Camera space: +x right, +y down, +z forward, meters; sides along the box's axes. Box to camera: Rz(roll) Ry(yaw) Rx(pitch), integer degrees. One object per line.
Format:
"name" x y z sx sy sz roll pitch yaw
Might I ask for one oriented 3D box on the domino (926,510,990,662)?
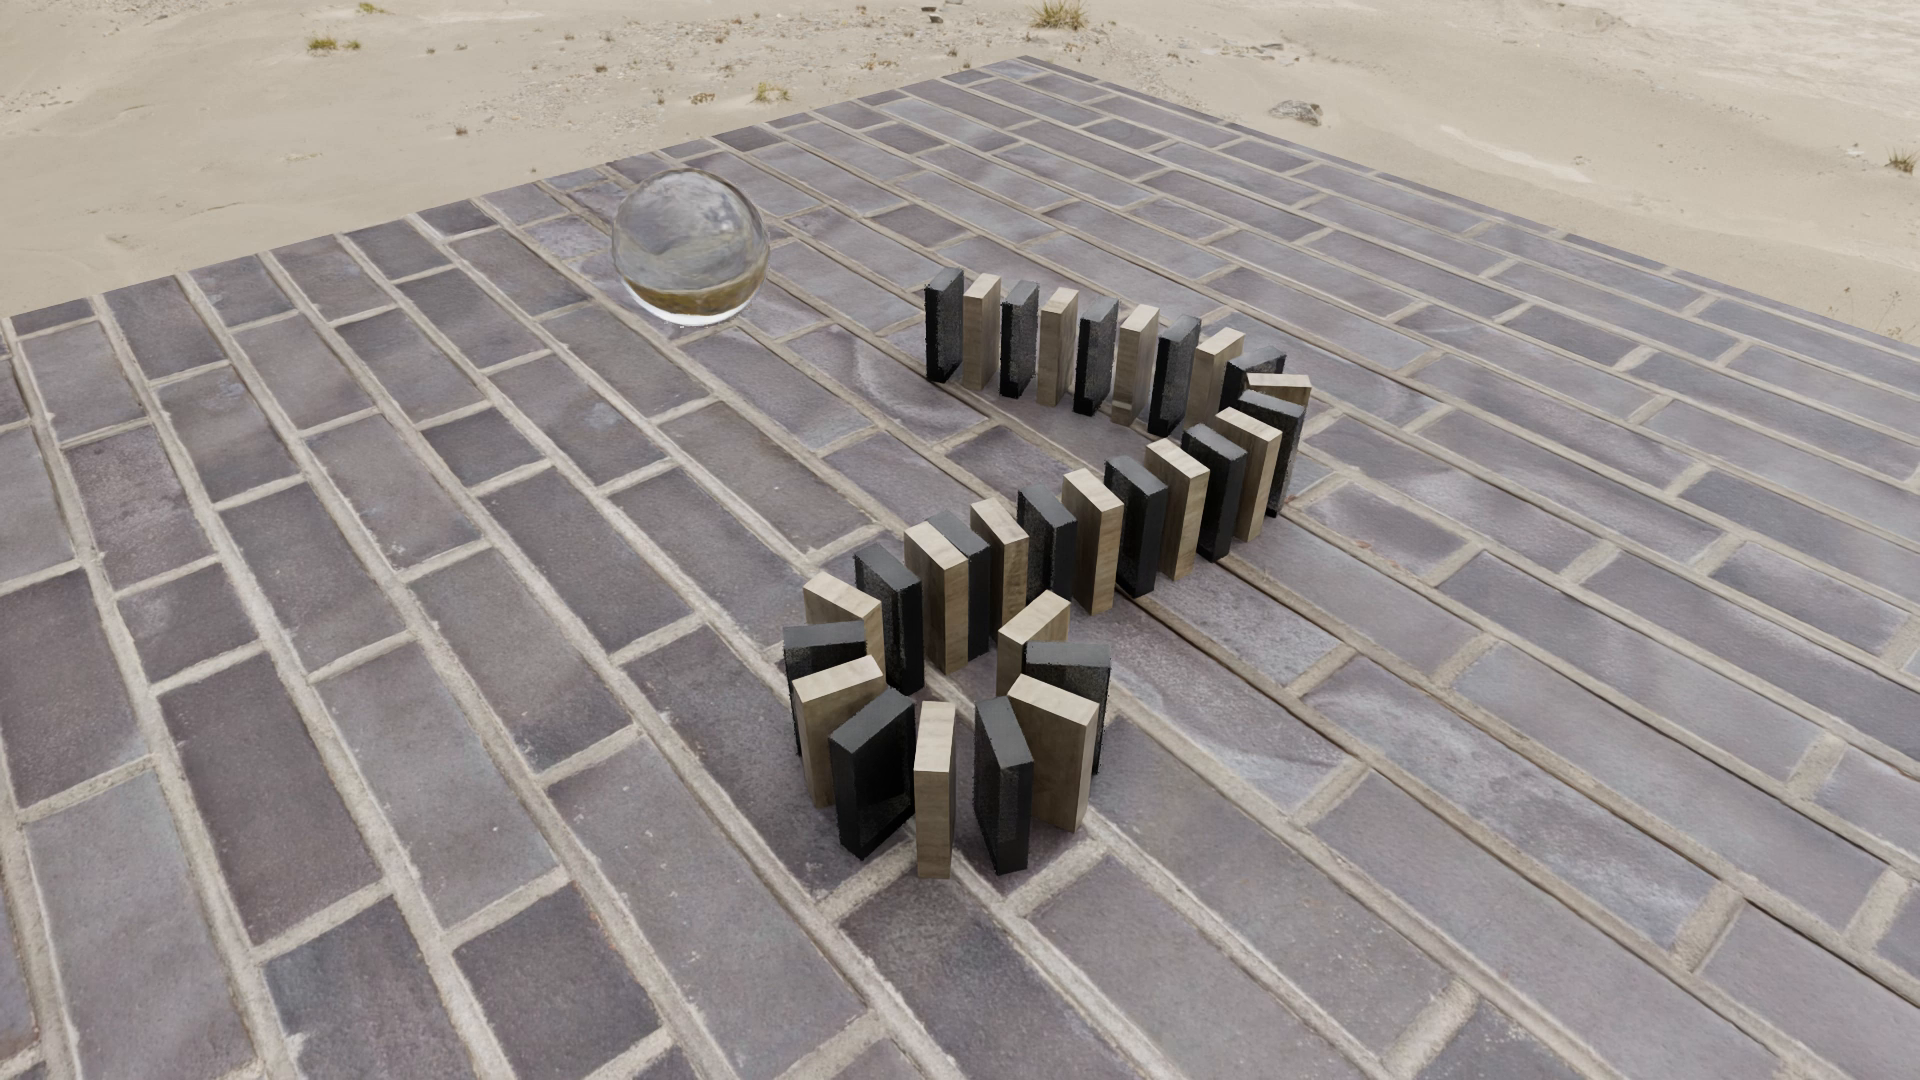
"domino" -0.001 0.017 0.391 0.009 0.050 0.025 -25 46 -27

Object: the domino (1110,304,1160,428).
"domino" 0.081 -0.081 0.510 0.009 0.050 0.025 19 43 21

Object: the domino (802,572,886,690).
"domino" -0.038 0.037 0.367 0.025 0.050 0.010 25 45 27

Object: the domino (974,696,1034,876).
"domino" 0.012 0.073 0.323 0.010 0.050 0.025 -10 40 -12

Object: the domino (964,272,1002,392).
"domino" 0.011 -0.101 0.534 0.010 0.050 0.025 14 41 17

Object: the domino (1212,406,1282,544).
"domino" 0.112 -0.026 0.443 0.009 0.050 0.025 -31 49 -32

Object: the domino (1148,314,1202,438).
"domino" 0.098 -0.075 0.502 0.009 0.050 0.025 22 44 24

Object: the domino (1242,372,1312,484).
"domino" 0.131 -0.047 0.468 0.025 0.050 0.009 2 39 3

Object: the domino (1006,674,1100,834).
"domino" 0.027 0.065 0.332 0.025 0.050 0.009 19 43 22

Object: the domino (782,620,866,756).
"domino" -0.042 0.048 0.353 0.025 0.050 0.010 -5 40 -6

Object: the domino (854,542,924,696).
"domino" -0.024 0.028 0.377 0.010 0.050 0.025 -26 46 -29

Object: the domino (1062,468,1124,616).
"domino" 0.048 0.001 0.410 0.009 0.050 0.025 -19 43 -22

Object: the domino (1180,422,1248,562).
"domino" 0.097 -0.018 0.434 0.009 0.050 0.025 -25 45 -27

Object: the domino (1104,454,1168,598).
"domino" 0.065 -0.005 0.417 0.009 0.050 0.025 -21 44 -23

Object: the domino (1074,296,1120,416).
"domino" 0.064 -0.086 0.517 0.010 0.050 0.025 17 42 20

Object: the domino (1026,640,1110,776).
"domino" 0.033 0.054 0.346 0.025 0.050 0.009 3 39 3

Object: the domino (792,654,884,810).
"domino" -0.036 0.060 0.338 0.025 0.050 0.009 -17 42 -19

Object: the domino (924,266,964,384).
"domino" -0.007 -0.105 0.540 0.010 0.050 0.025 15 42 17

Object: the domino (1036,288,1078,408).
"domino" 0.046 -0.091 0.523 0.009 0.050 0.025 15 42 18

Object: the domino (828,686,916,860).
"domino" -0.025 0.070 0.326 0.009 0.050 0.025 29 47 31

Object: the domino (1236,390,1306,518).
"domino" 0.125 -0.035 0.454 0.025 0.050 0.010 22 44 25

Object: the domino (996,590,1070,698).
"domino" 0.023 0.043 0.359 0.009 0.050 0.025 28 47 30

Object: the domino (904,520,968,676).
"domino" -0.008 0.021 0.386 0.009 0.050 0.025 -24 45 -26

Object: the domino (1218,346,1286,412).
"domino" 0.126 -0.058 0.482 0.025 0.050 0.009 -22 44 -24

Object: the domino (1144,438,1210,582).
"domino" 0.081 -0.011 0.425 0.010 0.050 0.025 -22 44 -25

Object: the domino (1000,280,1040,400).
"domino" 0.028 -0.096 0.529 0.010 0.050 0.025 15 42 17

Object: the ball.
"ball" -0.140 -0.152 0.574 0.080 0.080 0.080 0 39 0

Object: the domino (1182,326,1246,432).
"domino" 0.113 -0.067 0.494 0.010 0.050 0.025 30 48 31

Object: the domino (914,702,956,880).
"domino" -0.007 0.074 0.322 0.010 0.050 0.025 3 39 3

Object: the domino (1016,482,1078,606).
"domino" 0.031 0.007 0.403 0.009 0.050 0.025 -18 43 -21

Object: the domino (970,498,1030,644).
"domino" 0.014 0.012 0.396 0.009 0.050 0.025 -18 43 -21
